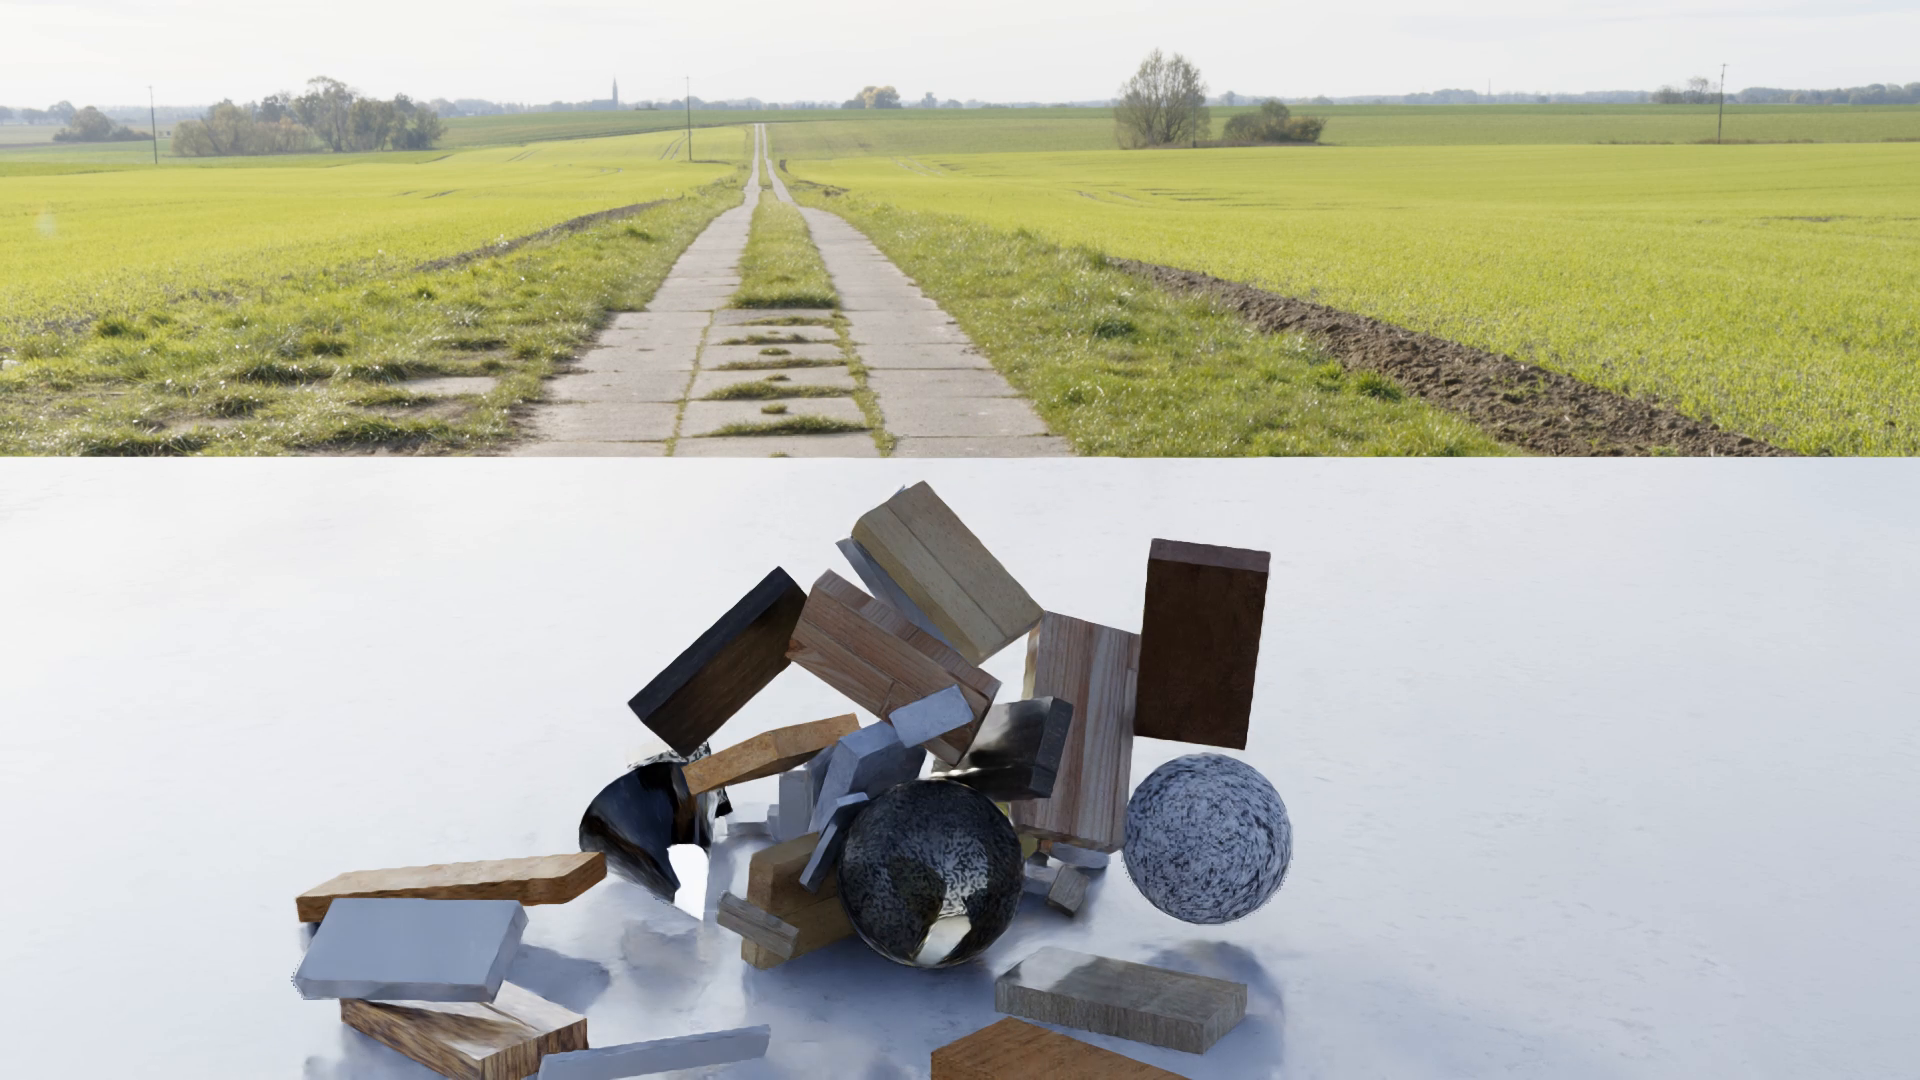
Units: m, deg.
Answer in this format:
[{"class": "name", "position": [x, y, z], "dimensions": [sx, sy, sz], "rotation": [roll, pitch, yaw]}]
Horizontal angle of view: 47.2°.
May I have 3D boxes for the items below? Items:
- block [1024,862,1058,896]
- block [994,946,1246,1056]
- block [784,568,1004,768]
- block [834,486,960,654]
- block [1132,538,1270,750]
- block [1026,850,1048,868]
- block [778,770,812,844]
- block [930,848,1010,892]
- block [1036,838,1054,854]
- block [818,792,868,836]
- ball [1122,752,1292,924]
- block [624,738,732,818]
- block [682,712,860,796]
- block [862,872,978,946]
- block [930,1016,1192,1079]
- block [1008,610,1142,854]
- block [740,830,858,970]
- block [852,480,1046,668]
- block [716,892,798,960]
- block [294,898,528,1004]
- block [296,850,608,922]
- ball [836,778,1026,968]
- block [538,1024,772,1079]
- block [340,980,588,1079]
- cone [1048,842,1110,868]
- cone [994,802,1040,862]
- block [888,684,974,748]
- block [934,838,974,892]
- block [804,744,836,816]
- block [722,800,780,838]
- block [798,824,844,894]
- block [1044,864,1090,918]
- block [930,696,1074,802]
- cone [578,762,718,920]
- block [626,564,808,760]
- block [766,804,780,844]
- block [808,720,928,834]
[{"class": "block", "position": [0.100, 0.555, 3.636], "dimensions": [0.174, 0.025, 0.087], "rotation": [16, 6, -19]}, {"class": "block", "position": [0.230, 0.660, 3.168], "dimensions": [0.324, 0.046, 0.162], "rotation": [6, 12, 28]}, {"class": "block", "position": [-0.106, 0.200, 3.424], "dimensions": [0.327, 0.163, 0.046], "rotation": [33, 38, 10]}, {"class": "block", "position": [-0.063, 0.073, 3.553], "dimensions": [0.146, 0.292, 0.041], "rotation": [-45, 17, -34]}, {"class": "block", "position": [0.367, 0.163, 3.370], "dimensions": [0.178, 0.355, 0.050], "rotation": [7, 38, 7]}, {"class": "block", "position": [0.061, 0.534, 3.825], "dimensions": [0.174, 0.025, 0.087], "rotation": [10, -5, 44]}, {"class": "block", "position": [-0.260, 0.474, 3.779], "dimensions": [0.097, 0.194, 0.027], "rotation": [5, 40, 3]}, {"class": "block", "position": [0.035, 0.562, 3.755], "dimensions": [0.160, 0.023, 0.080], "rotation": [9, 14, 40]}, {"class": "block", "position": [0.116, 0.493, 3.833], "dimensions": [0.023, 0.080, 0.160], "rotation": [27, -10, -31]}, {"class": "block", "position": [-0.180, 0.419, 3.370], "dimensions": [0.050, 0.014, 0.101], "rotation": [-10, -28, -28]}, {"class": "ball", "position": [0.388, 0.470, 3.462], "dimensions": [0.269, 0.269, 0.269], "rotation": [0, 11, 0]}, {"class": "block", "position": [-0.509, 0.435, 3.962], "dimensions": [0.146, 0.146, 0.146], "rotation": [-20, 8, -10]}, {"class": "block", "position": [-0.296, 0.342, 3.543], "dimensions": [0.163, 0.046, 0.327], "rotation": [-24, -8, 20]}, {"class": "block", "position": [-0.062, 0.587, 3.513], "dimensions": [0.174, 0.025, 0.087], "rotation": [-11, 44, -45]}, {"class": "block", "position": [0.142, 0.714, 2.878], "dimensions": [0.339, 0.046, 0.162], "rotation": [9, 14, 41]}, {"class": "block", "position": [0.184, 0.303, 3.484], "dimensions": [0.178, 0.355, 0.050], "rotation": [15, -25, -17]}, {"class": "block", "position": [-0.193, 0.538, 3.453], "dimensions": [0.050, 0.175, 0.350], "rotation": [20, 21, 37]}, {"class": "block", "position": [-0.018, 0.050, 3.426], "dimensions": [0.146, 0.041, 0.292], "rotation": [-32, 73, -38]}, {"class": "block", "position": [-0.293, 0.558, 3.183], "dimensions": [0.120, 0.060, 0.017], "rotation": [26, 47, 10]}, {"class": "block", "position": [-0.777, 0.580, 3.118], "dimensions": [0.295, 0.042, 0.148], "rotation": [-2, 40, 15]}, {"class": "block", "position": [-0.813, 0.555, 3.517], "dimensions": [0.474, 0.042, 0.148], "rotation": [-7, 6, 16]}, {"class": "ball", "position": [-0.044, 0.505, 3.340], "dimensions": [0.287, 0.287, 0.287], "rotation": [0, 11, 0]}, {"class": "block", "position": [-0.406, 0.690, 2.938], "dimensions": [0.318, 0.050, 0.014], "rotation": [-2, 37, -28]}, {"class": "block", "position": [-0.698, 0.672, 3.077], "dimensions": [0.350, 0.050, 0.175], "rotation": [10, 16, 43]}, {"class": "cone", "position": [0.213, 0.482, 3.818], "dimensions": [0.132, 0.132, 0.132], "rotation": [13, 10, -2]}, {"class": "cone", "position": [0.011, 0.429, 3.719], "dimensions": [0.213, 0.213, 0.213], "rotation": [-10, 27, 5]}, {"class": "block", "position": [-0.044, 0.269, 3.357], "dimensions": [0.120, 0.060, 0.017], "rotation": [-25, 5, 24]}, {"class": "block", "position": [-0.010, 0.529, 3.596], "dimensions": [0.023, 0.080, 0.160], "rotation": [-34, -4, -3]}, {"class": "block", "position": [-0.220, 0.387, 3.514], "dimensions": [0.017, 0.120, 0.060], "rotation": [31, 51, 29]}, {"class": "block", "position": [-0.334, 0.508, 4.020], "dimensions": [0.194, 0.027, 0.097], "rotation": [-2, 15, -11]}, {"class": "block", "position": [-0.209, 0.485, 3.341], "dimensions": [0.014, 0.101, 0.050], "rotation": [22, -18, 21]}, {"class": "block", "position": [0.176, 0.573, 3.594], "dimensions": [0.050, 0.014, 0.101], "rotation": [30, 30, 4]}, {"class": "block", "position": [0.058, 0.332, 3.431], "dimensions": [0.042, 0.148, 0.295], "rotation": [26, -22, -27]}, {"class": "cone", "position": [-0.470, 0.541, 3.628], "dimensions": [0.248, 0.248, 0.248], "rotation": [-6, 39, -29]}, {"class": "block", "position": [-0.369, 0.199, 3.551], "dimensions": [0.046, 0.327, 0.163], "rotation": [45, -5, 33]}, {"class": "block", "position": [-0.230, 0.498, 3.832], "dimensions": [0.194, 0.097, 0.027], "rotation": [-5, 39, 11]}, {"class": "block", "position": [-0.159, 0.436, 3.538], "dimensions": [0.050, 0.350, 0.175], "rotation": [40, 39, 28]}]
